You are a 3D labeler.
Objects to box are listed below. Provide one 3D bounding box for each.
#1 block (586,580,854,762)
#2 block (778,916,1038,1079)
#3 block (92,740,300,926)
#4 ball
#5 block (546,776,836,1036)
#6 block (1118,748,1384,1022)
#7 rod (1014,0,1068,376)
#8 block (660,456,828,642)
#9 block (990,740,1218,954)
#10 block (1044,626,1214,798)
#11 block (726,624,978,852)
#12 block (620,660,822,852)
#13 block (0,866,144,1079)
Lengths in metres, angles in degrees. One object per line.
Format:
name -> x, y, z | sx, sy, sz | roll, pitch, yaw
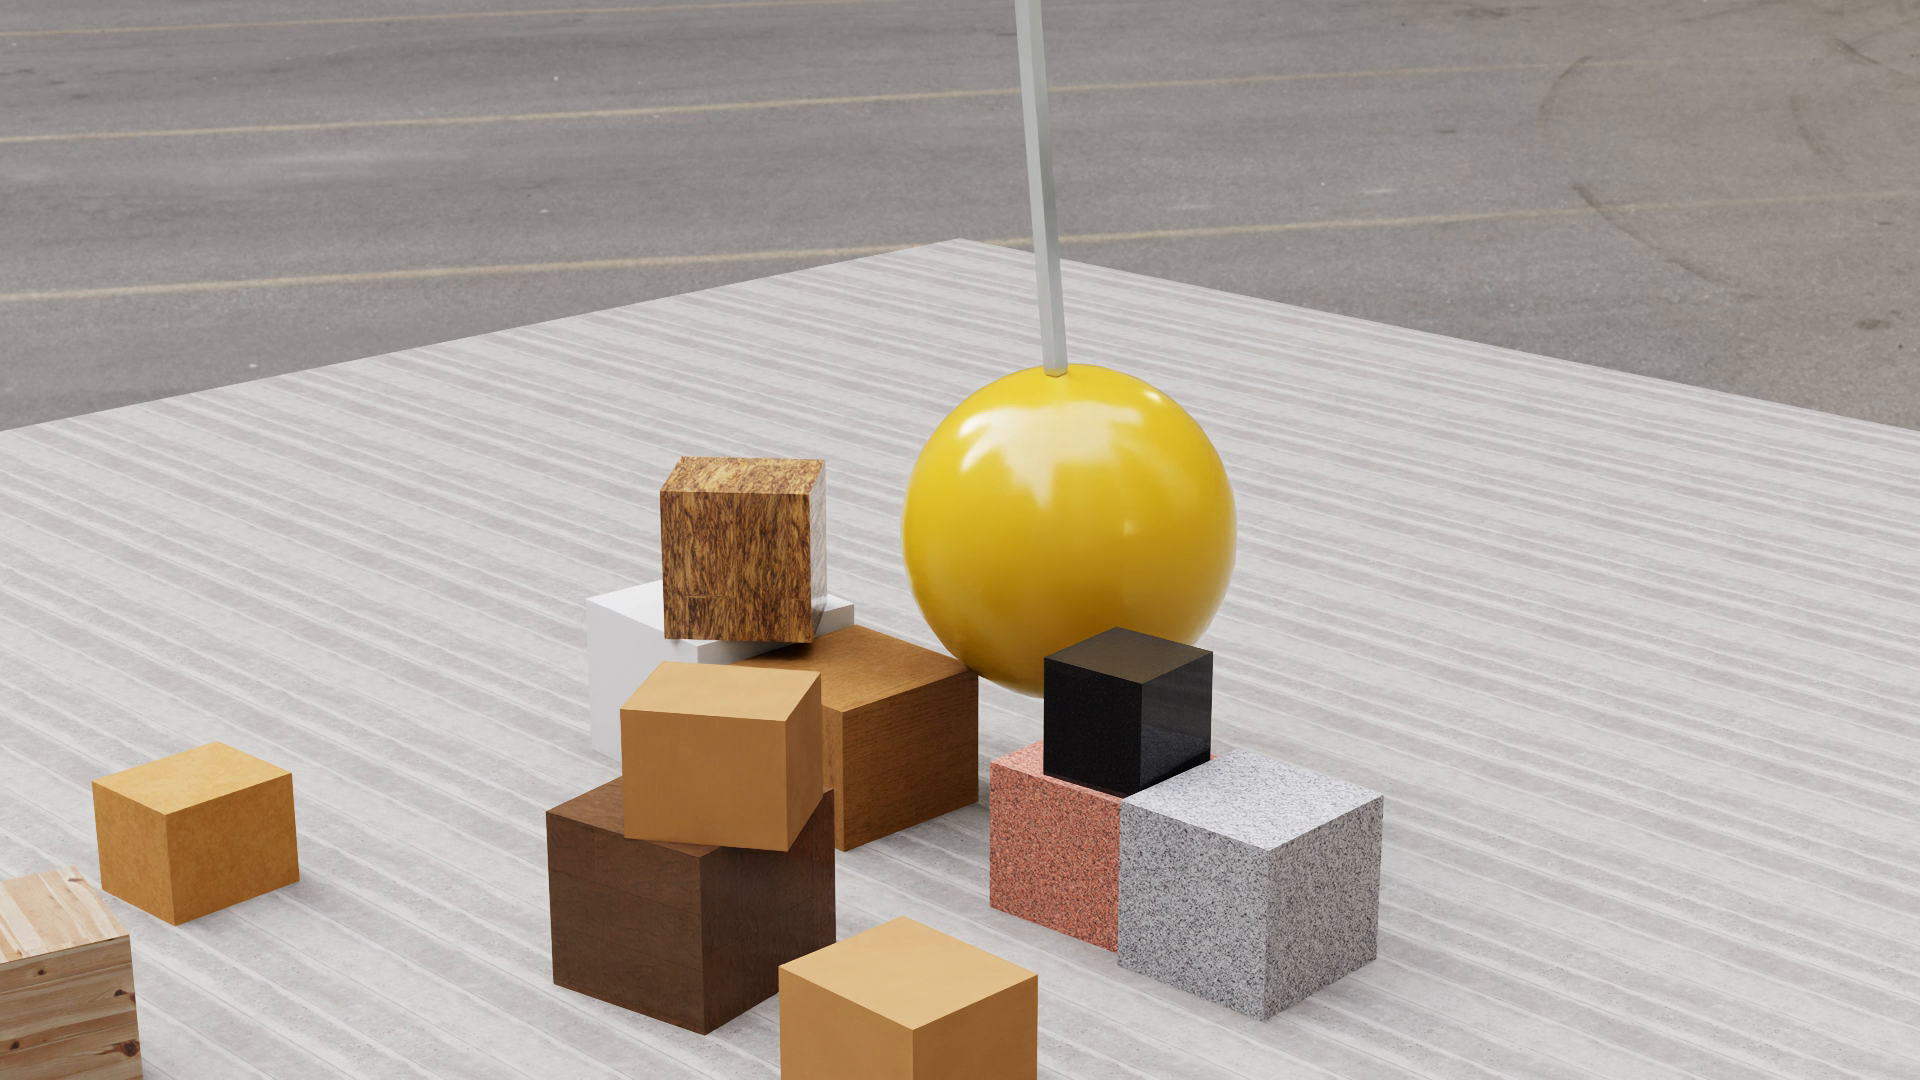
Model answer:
block -> -1.204, 0.691, 14.802 | 0.968, 0.806, 0.945 | -15, 23, -39
block -> -0.194, 1.934, 11.039 | 0.644, 0.691, 0.728 | -16, 24, -42
block -> -3.454, 1.318, 13.265 | 0.583, 0.532, 0.662 | 15, 23, 40
ball -> 0.514, -0.036, 13.869 | 1.600, 1.600, 1.600 | 0, 17, 0
block -> -1.124, 1.462, 12.380 | 0.828, 0.788, 0.883 | 12, 21, 33
block -> 1.232, 1.448, 12.466 | 0.777, 0.763, 0.806 | 15, 23, 40
rod -> 0.223, -3.168, 12.579 | 0.080, 5.200, 0.080 | 17, 31, 42
block -> -1.044, 0.040, 14.288 | 0.716, 0.743, 0.605 | 1, 17, 4
block -> 0.664, 1.306, 13.027 | 0.785, 0.697, 0.717 | 15, 23, 39
block -> 0.729, 0.752, 12.723 | 0.520, 0.543, 0.522 | 14, 22, 37
block -> -0.529, 0.940, 14.189 | 0.883, 0.697, 0.867 | -16, 24, -42
block -> -0.967, 0.876, 11.999 | 0.682, 0.558, 0.579 | 4, 18, 11
block -> -3.651, 1.806, 11.376 | 0.704, 0.733, 0.753 | -10, 20, -30
